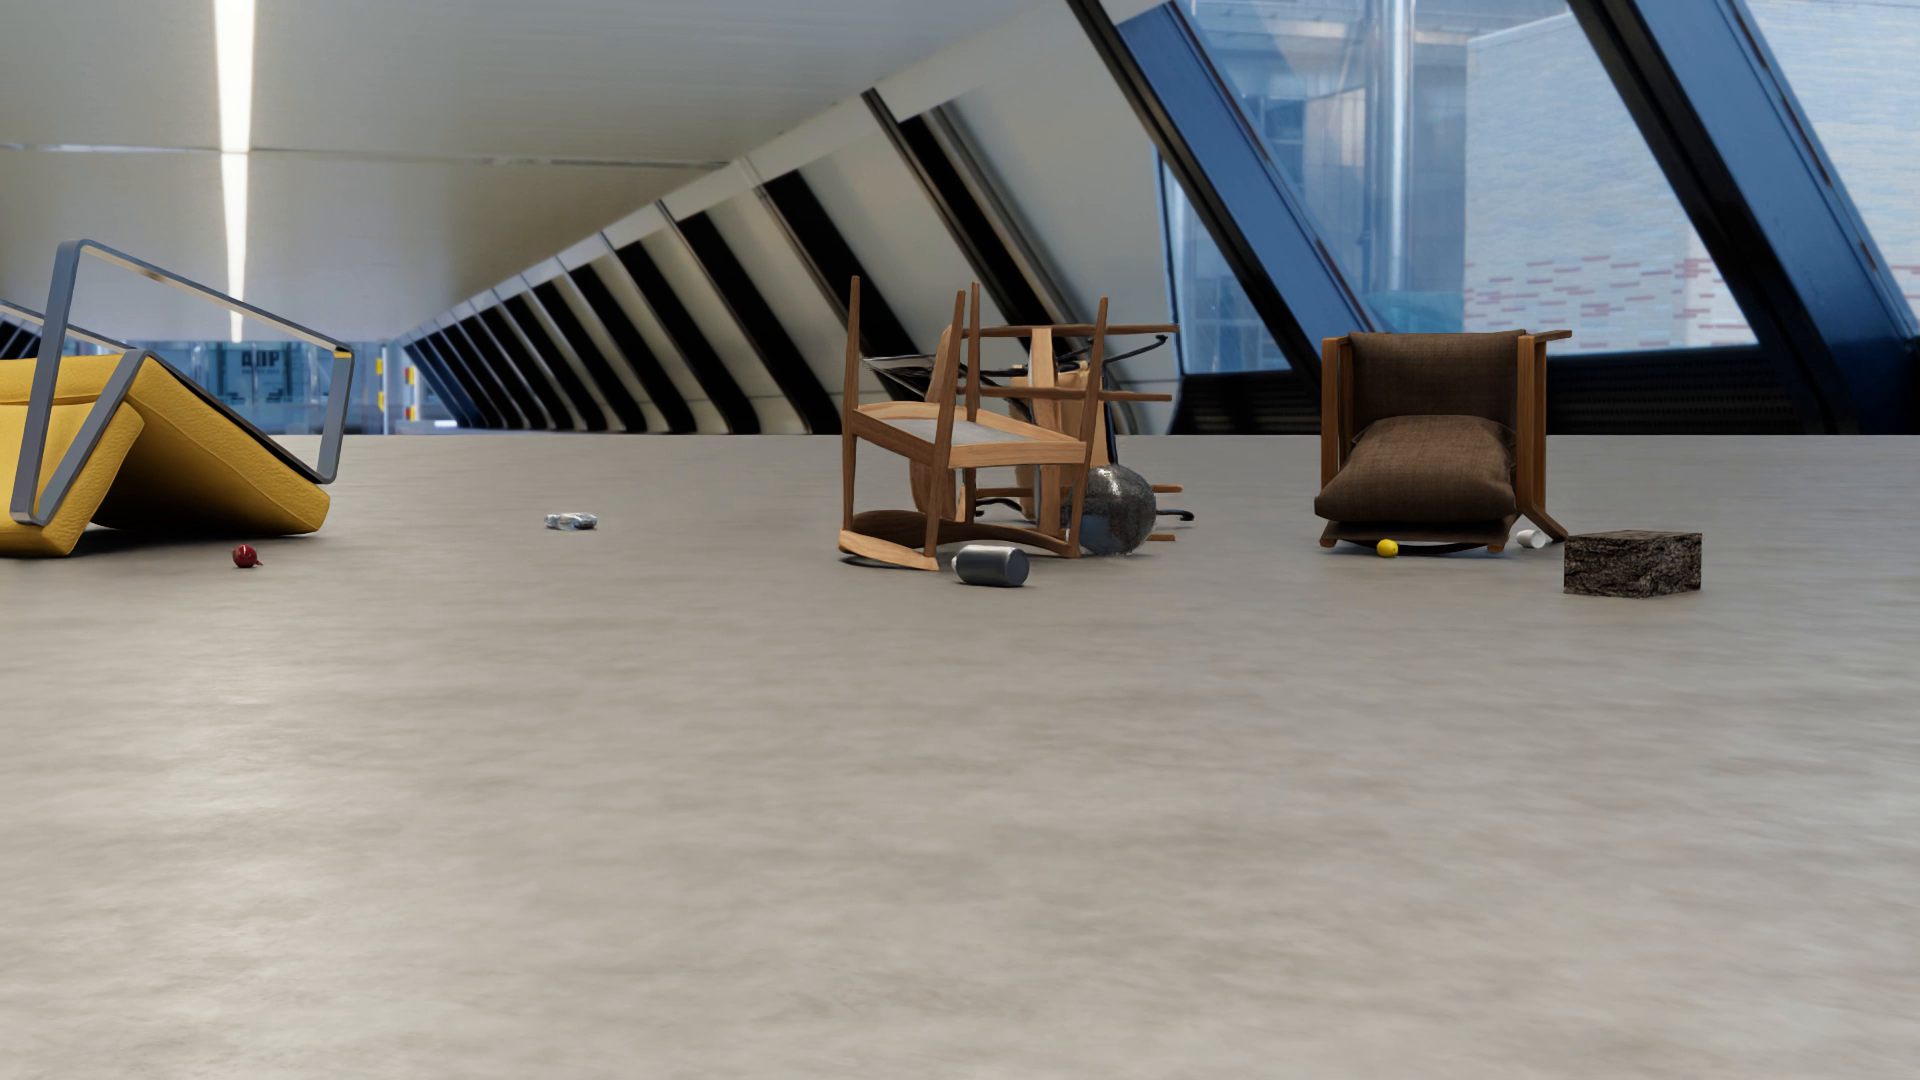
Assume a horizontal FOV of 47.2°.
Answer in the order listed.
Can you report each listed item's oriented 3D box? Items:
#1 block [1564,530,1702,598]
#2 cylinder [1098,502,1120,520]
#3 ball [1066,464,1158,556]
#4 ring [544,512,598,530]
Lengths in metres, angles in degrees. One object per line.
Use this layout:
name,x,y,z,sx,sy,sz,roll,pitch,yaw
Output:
block,1.493,0.051,4.876,0.177,0.127,0.298,4,5,43
cylinder,0.515,-0.098,7.570,0.057,0.056,0.072,-9,6,-12
ball,0.407,-0.081,5.923,0.246,0.246,0.246,0,4,0
ring,-1.254,-0.060,7.076,0.152,0.048,0.257,-4,5,-33
